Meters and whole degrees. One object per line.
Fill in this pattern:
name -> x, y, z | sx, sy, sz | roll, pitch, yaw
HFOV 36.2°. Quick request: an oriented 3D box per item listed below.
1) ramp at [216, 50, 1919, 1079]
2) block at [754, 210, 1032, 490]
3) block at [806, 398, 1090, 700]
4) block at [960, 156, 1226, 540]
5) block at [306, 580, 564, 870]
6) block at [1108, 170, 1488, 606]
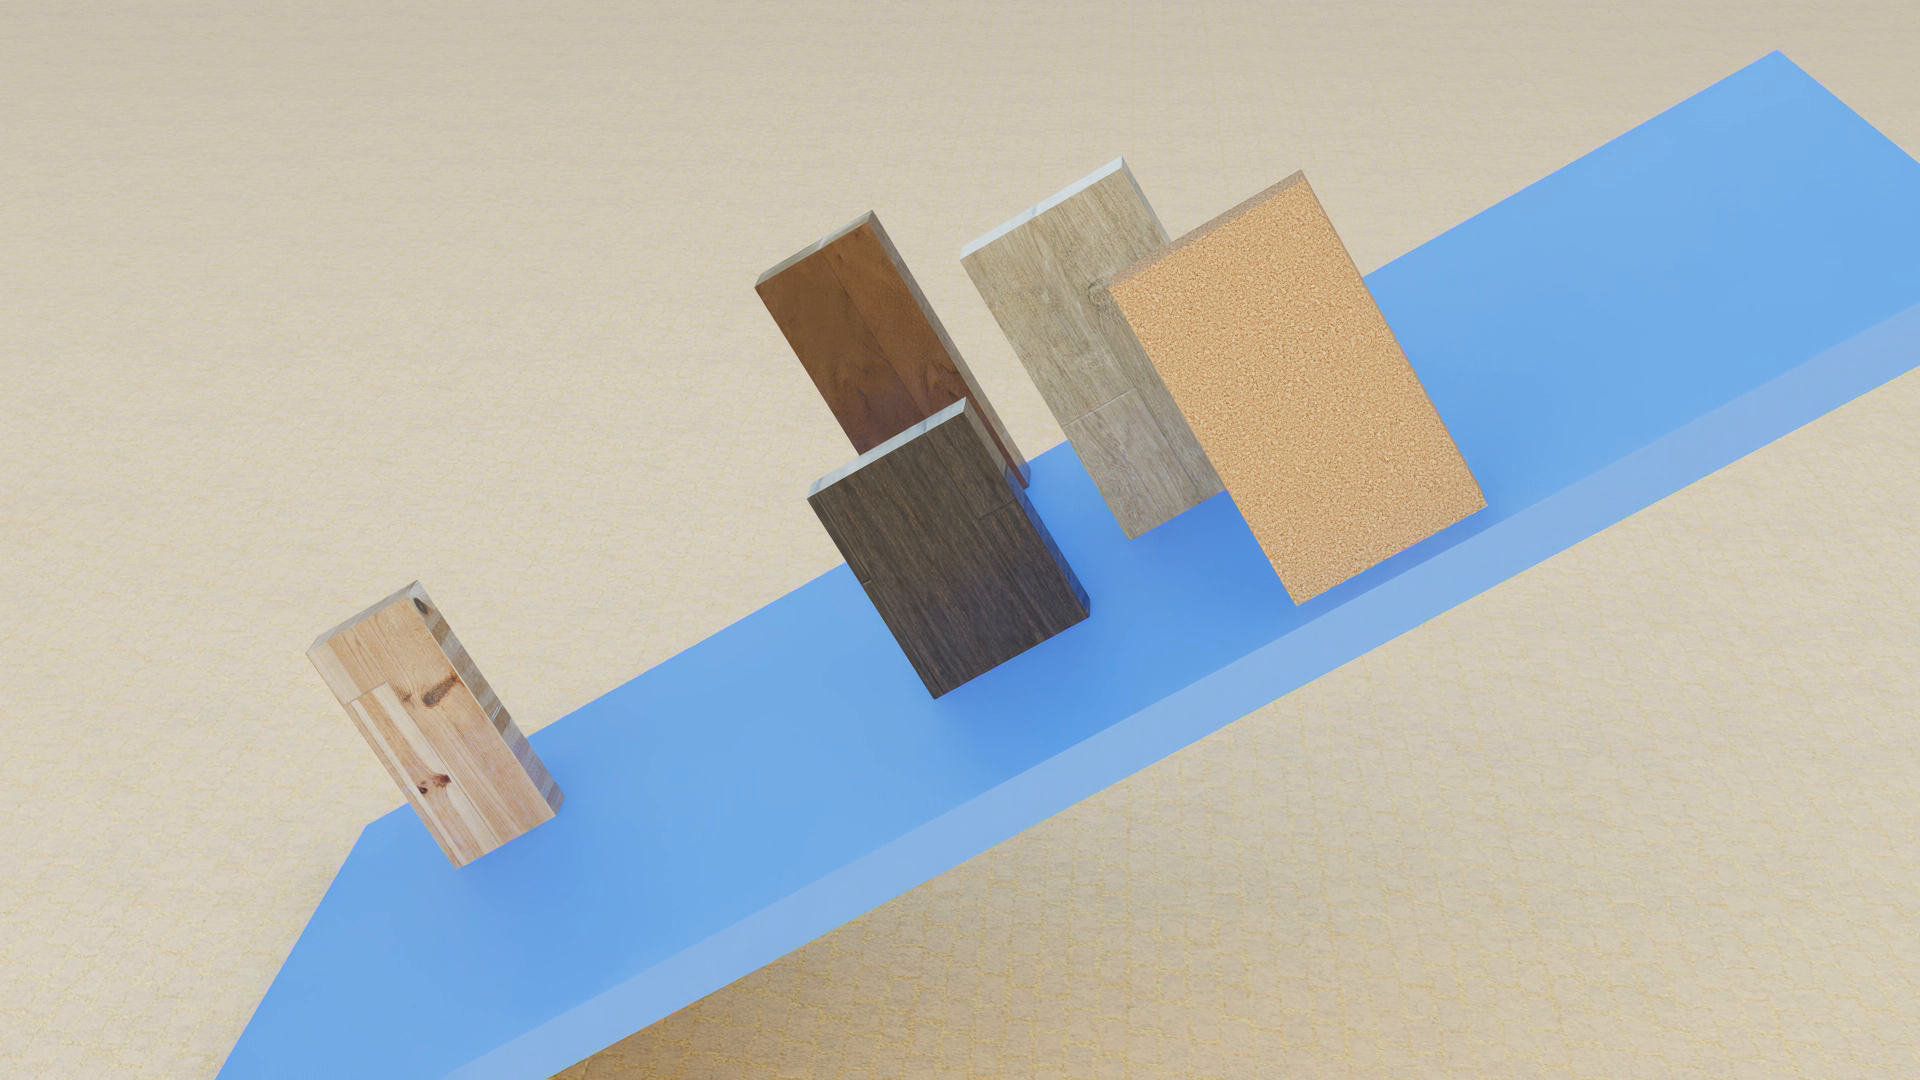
ramp -> 0.142, 0.168, 6.286 | 4.000, 0.100, 2.000 | -29, 15, 12
block -> -0.155, -0.381, 7.010 | 0.312, 0.743, 0.135 | -29, 15, 12
block -> -0.020, 0.019, 5.917 | 0.364, 0.495, 0.105 | -29, 15, 12
block -> 0.345, -0.394, 6.119 | 0.381, 0.700, 0.121 | -29, 15, 12
block -> -1.199, 0.427, 6.745 | 0.278, 0.616, 0.113 | -29, 15, 12
block -> 0.600, -0.263, 5.213 | 0.385, 0.678, 0.089 | -29, 15, 12
